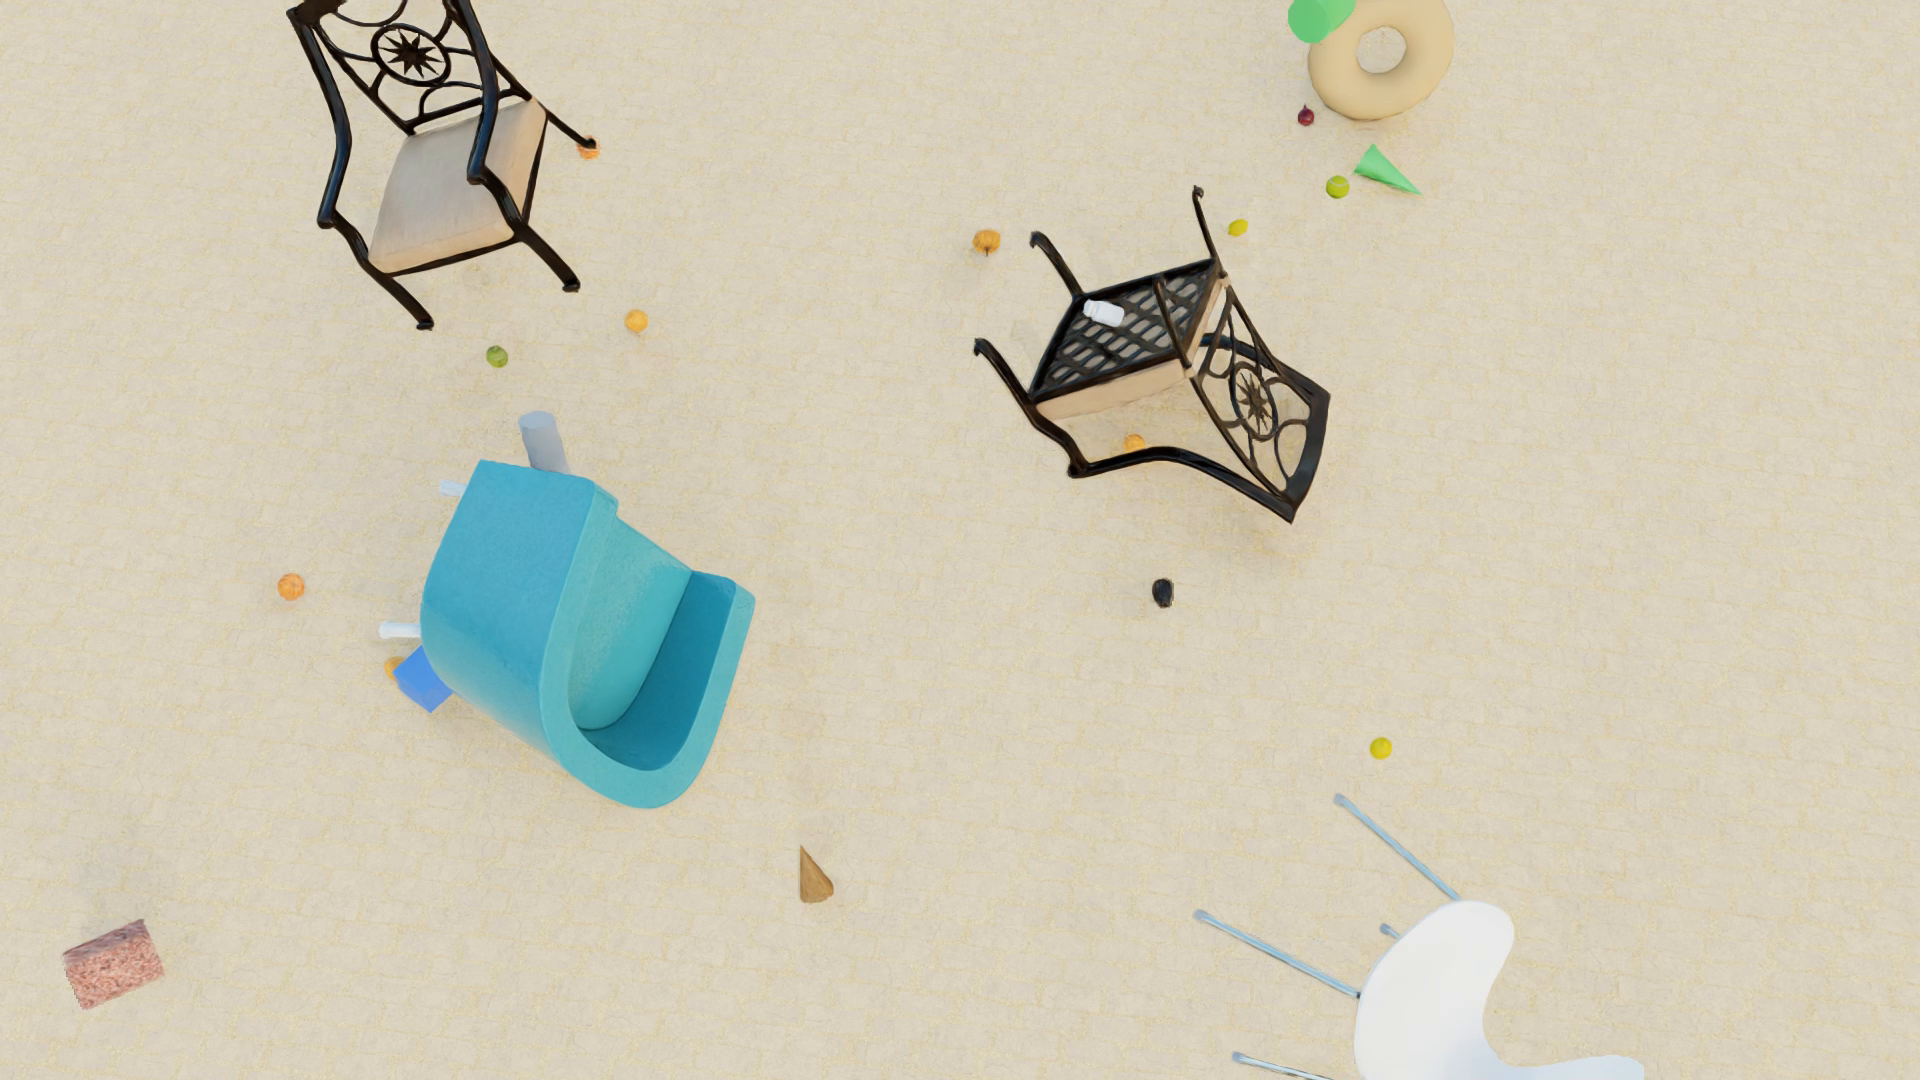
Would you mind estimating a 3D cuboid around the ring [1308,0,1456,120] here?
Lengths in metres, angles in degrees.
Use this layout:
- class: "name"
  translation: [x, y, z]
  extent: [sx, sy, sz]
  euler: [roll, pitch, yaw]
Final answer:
- class: "ring"
  translation: [1.421, -1.653, 7.426]
  extent: [0.443, 0.514, 0.129]
  euler: [50, 27, -8]

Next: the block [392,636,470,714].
- class: "block"
  translation: [-1.504, 0.382, 6.255]
  extent: [0.123, 0.105, 0.157]
  euler: [33, 62, 20]

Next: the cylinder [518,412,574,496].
- class: "cylinder"
  translation: [-1.131, -0.236, 6.007]
  extent: [0.109, 0.219, 0.085]
  euler: [9, 38, 27]

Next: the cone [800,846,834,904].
- class: "cone"
  translation: [-0.404, 0.877, 5.870]
  extent: [0.100, 0.164, 0.095]
  euler: [-3, 30, 26]

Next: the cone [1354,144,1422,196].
- class: "cone"
  translation: [1.447, -1.210, 7.334]
  extent: [0.241, 0.106, 0.151]
  euler: [34, 32, 6]

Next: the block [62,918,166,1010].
- class: "block"
  translation: [-2.188, 1.094, 5.686]
  extent: [0.209, 0.127, 0.099]
  euler: [-23, 23, -21]

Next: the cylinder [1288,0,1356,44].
- class: "cylinder"
  translation: [1.159, -1.699, 7.045]
  extent: [0.150, 0.155, 0.175]
  euler: [27, 49, 24]
